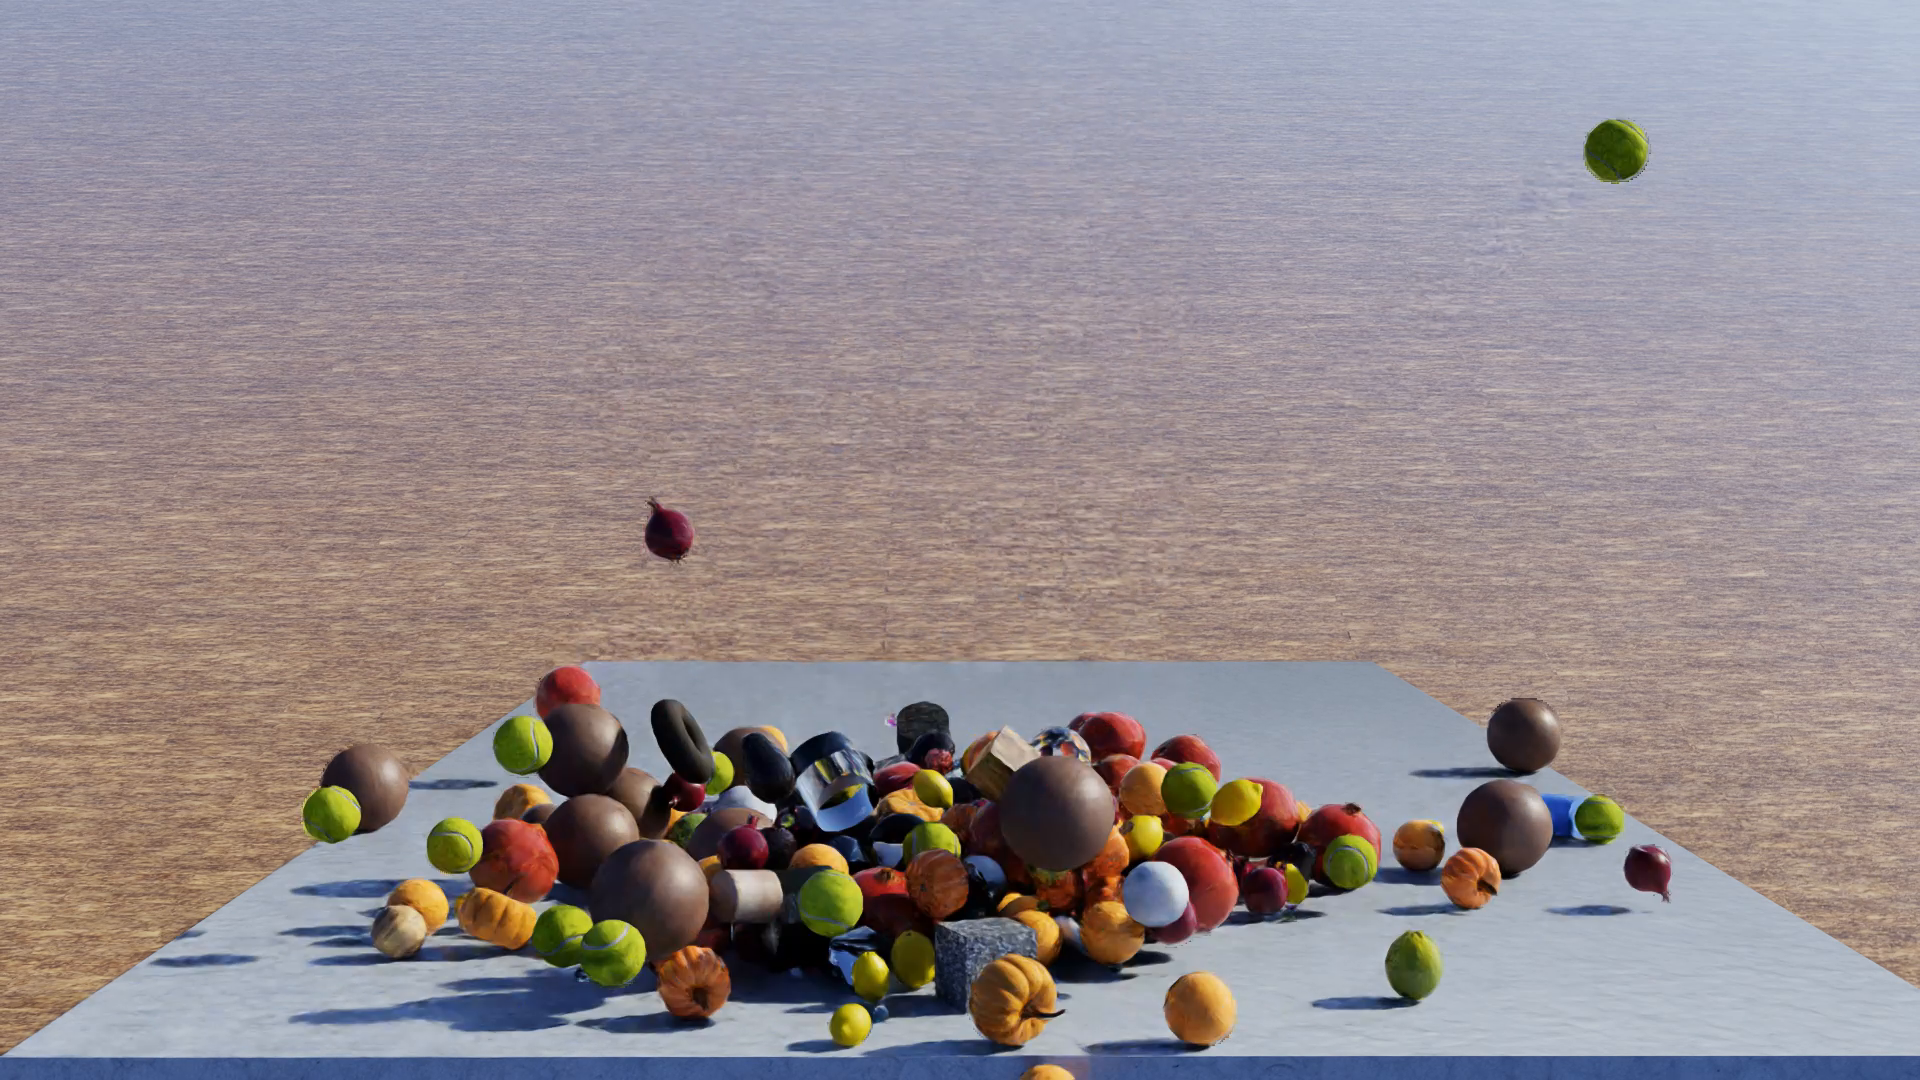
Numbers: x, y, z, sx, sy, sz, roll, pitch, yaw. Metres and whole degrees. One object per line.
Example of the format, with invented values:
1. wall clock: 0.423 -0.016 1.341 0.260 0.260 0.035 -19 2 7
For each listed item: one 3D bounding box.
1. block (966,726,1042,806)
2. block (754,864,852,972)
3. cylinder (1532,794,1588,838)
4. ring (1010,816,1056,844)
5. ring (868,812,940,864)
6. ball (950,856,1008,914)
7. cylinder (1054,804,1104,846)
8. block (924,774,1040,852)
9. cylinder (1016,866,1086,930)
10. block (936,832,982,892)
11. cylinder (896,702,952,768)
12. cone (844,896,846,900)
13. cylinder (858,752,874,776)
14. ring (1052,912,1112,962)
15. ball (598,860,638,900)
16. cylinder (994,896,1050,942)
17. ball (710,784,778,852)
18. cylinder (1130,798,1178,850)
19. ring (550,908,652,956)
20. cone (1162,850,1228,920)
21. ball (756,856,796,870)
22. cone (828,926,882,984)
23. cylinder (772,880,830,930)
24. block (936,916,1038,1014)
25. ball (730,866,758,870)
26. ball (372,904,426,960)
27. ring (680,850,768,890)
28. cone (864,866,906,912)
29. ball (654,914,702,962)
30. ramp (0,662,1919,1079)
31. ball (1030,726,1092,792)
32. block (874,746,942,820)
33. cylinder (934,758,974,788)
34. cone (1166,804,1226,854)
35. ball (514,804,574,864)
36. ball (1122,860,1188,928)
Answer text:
1. block: 0.052 0.270 3.072 0.057 0.057 0.057 38 37 -3
2. block: -0.180 0.428 2.909 0.080 0.080 0.080 -3 41 -22
3. cylinder: 0.897 0.413 3.844 0.060 0.060 0.060 3 18 43
4. ring: 0.106 0.429 3.798 0.079 0.026 0.079 -2 13 0
5. ring: -0.072 0.393 3.271 0.094 0.094 0.031 4 3 10
6. ball: 0.022 0.406 3.031 0.068 0.068 0.068 0 22 0
7. cylinder: 0.175 0.418 3.777 0.052 0.052 0.052 -19 20 -39
8. block: 0.031 0.384 3.658 0.099 0.099 0.099 -30 -14 28
9. cylinder: 0.110 0.438 3.150 0.076 0.076 0.076 0 22 -5
10. block: -0.017 0.430 3.447 0.065 0.065 0.065 -3 4 -44
11. cylinder: -0.061 0.341 4.385 0.090 0.090 0.090 -3 40 2
12. cone: -0.194 0.424 3.027 0.085 0.085 0.085 41 28 -1
13. cylinder: -0.172 0.374 4.172 0.055 0.055 0.055 5 7 11
14. ring: 0.141 0.460 2.980 0.081 0.027 0.081 34 -1 1
15. ball: -0.444 0.442 3.341 0.053 0.053 0.053 0 22 0
16. cylinder: 0.070 0.448 2.988 0.056 0.056 0.056 -8 -20 -18
17. ball: -0.311 0.402 3.710 0.096 0.096 0.096 0 22 0
18. cylinder: 0.283 0.414 3.752 0.066 0.066 0.066 3 3 8
19. ring: -0.425 0.464 3.045 0.122 0.041 0.122 0 4 0
20. cone: 0.301 0.452 3.230 0.096 0.096 0.096 28 11 -24
21. ball: -0.240 0.440 3.354 0.056 0.056 0.056 0 22 0
22. cone: -0.128 0.444 2.799 0.067 0.067 0.067 13 -16 29
23. cylinder: -0.198 0.448 3.164 0.058 0.058 0.058 19 9 40
24. block: 0.028 0.456 2.762 0.082 0.082 0.082 -1 3 -24
25. ball: -0.253 0.414 3.010 0.066 0.066 0.066 0 22 0
26. ball: -0.652 0.455 2.987 0.063 0.063 0.063 0 22 0
27. ring: -0.313 0.442 3.447 0.126 0.042 0.126 1 2 0
28. cone: -0.099 0.428 3.070 0.054 0.054 0.054 18 40 -16
29. ball: -0.325 0.459 2.961 0.055 0.055 0.055 0 22 0
30. ramp: 0.051 0.459 4.533 2.000 0.100 4.000 0 3 0
31. ball: 0.138 0.307 3.593 0.092 0.092 0.092 0 22 0
32. block: -0.072 0.380 3.966 0.092 0.092 0.092 -17 5 -6
33. cylinder: -0.002 0.364 3.908 0.054 0.054 0.054 16 20 35
34. cone: 0.330 0.432 3.711 0.079 0.079 0.079 -27 17 14
35. ball: -0.585 0.413 3.619 0.084 0.084 0.084 0 22 0
36. ball: 0.213 0.387 2.809 0.073 0.073 0.073 0 22 0
